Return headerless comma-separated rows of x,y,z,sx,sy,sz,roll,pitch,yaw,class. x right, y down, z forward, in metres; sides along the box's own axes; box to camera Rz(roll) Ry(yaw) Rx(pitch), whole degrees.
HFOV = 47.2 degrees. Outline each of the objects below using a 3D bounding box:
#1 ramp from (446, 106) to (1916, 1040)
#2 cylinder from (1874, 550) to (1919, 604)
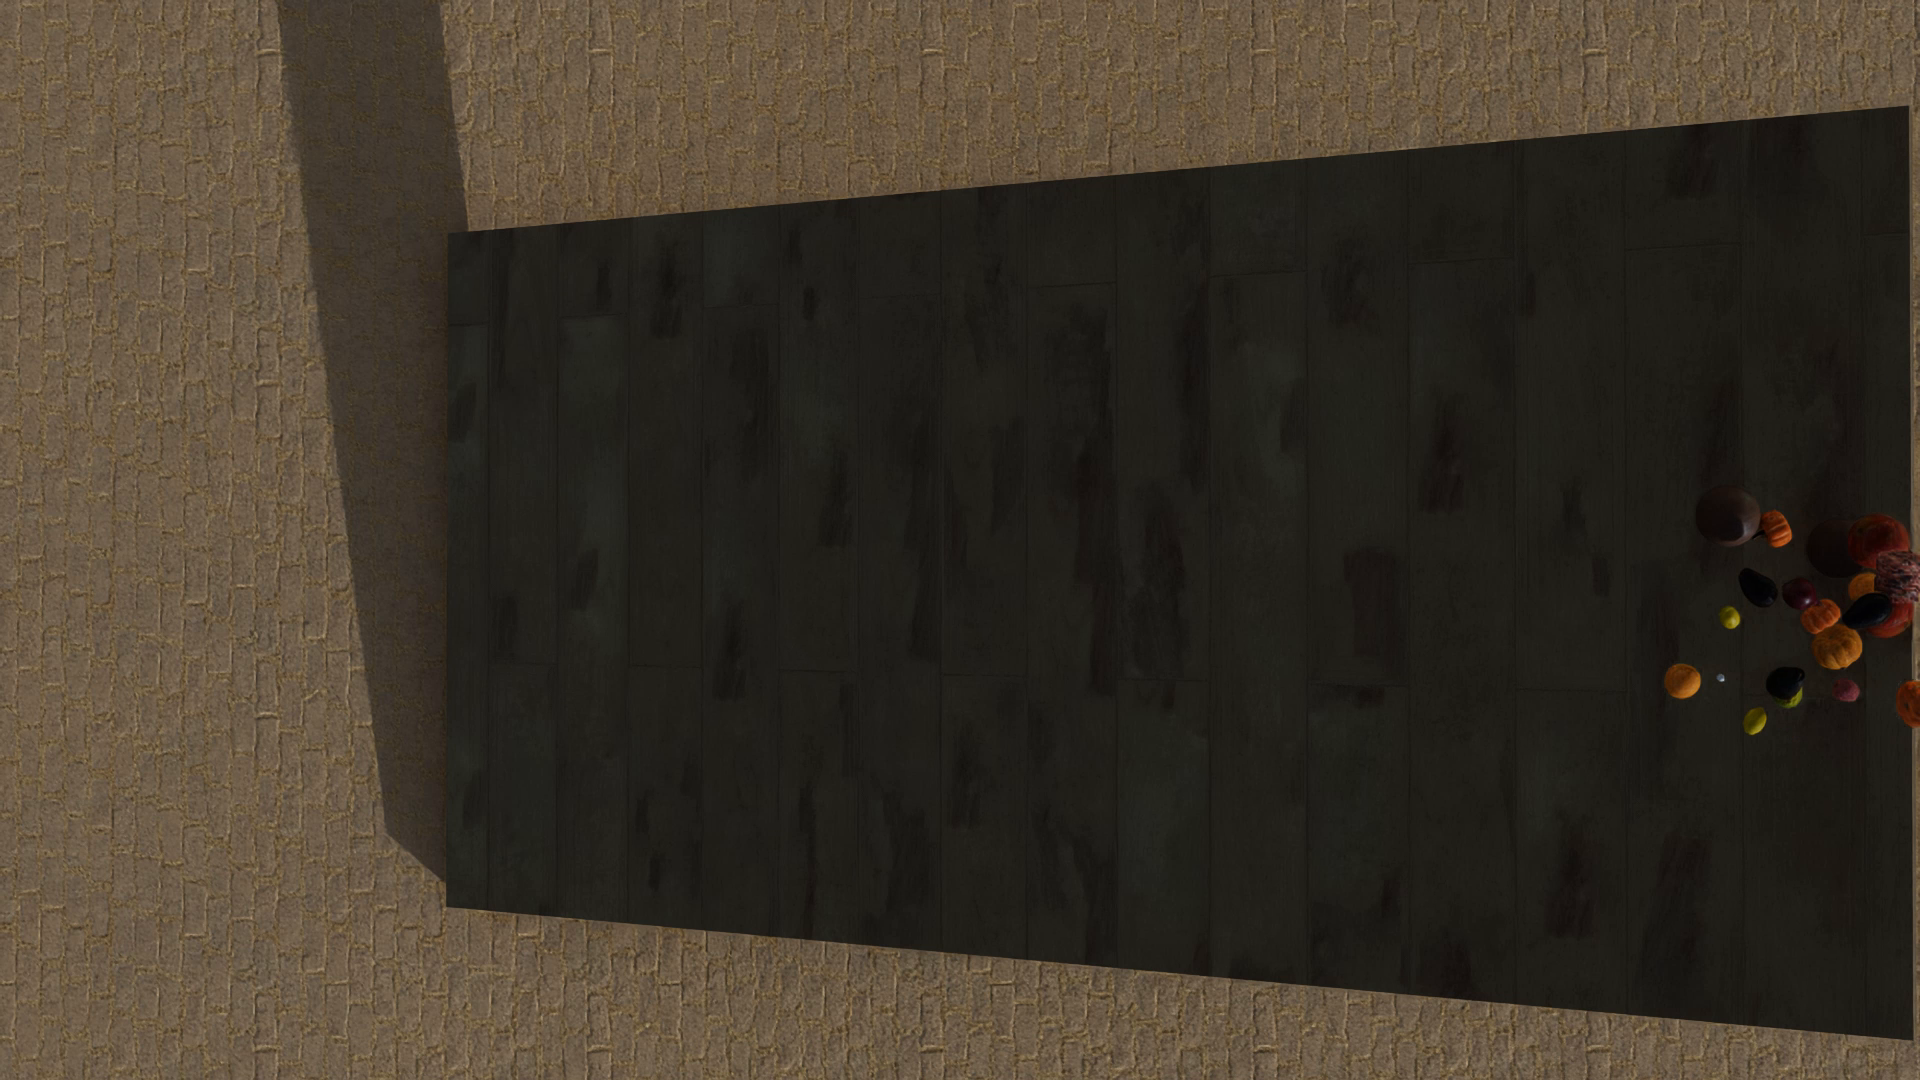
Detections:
0.278,0.079,5.662,4.000,0.100,2.000,0,89,27,ramp
1.728,0.068,4.050,0.077,0.077,0.077,-2,108,0,cylinder
